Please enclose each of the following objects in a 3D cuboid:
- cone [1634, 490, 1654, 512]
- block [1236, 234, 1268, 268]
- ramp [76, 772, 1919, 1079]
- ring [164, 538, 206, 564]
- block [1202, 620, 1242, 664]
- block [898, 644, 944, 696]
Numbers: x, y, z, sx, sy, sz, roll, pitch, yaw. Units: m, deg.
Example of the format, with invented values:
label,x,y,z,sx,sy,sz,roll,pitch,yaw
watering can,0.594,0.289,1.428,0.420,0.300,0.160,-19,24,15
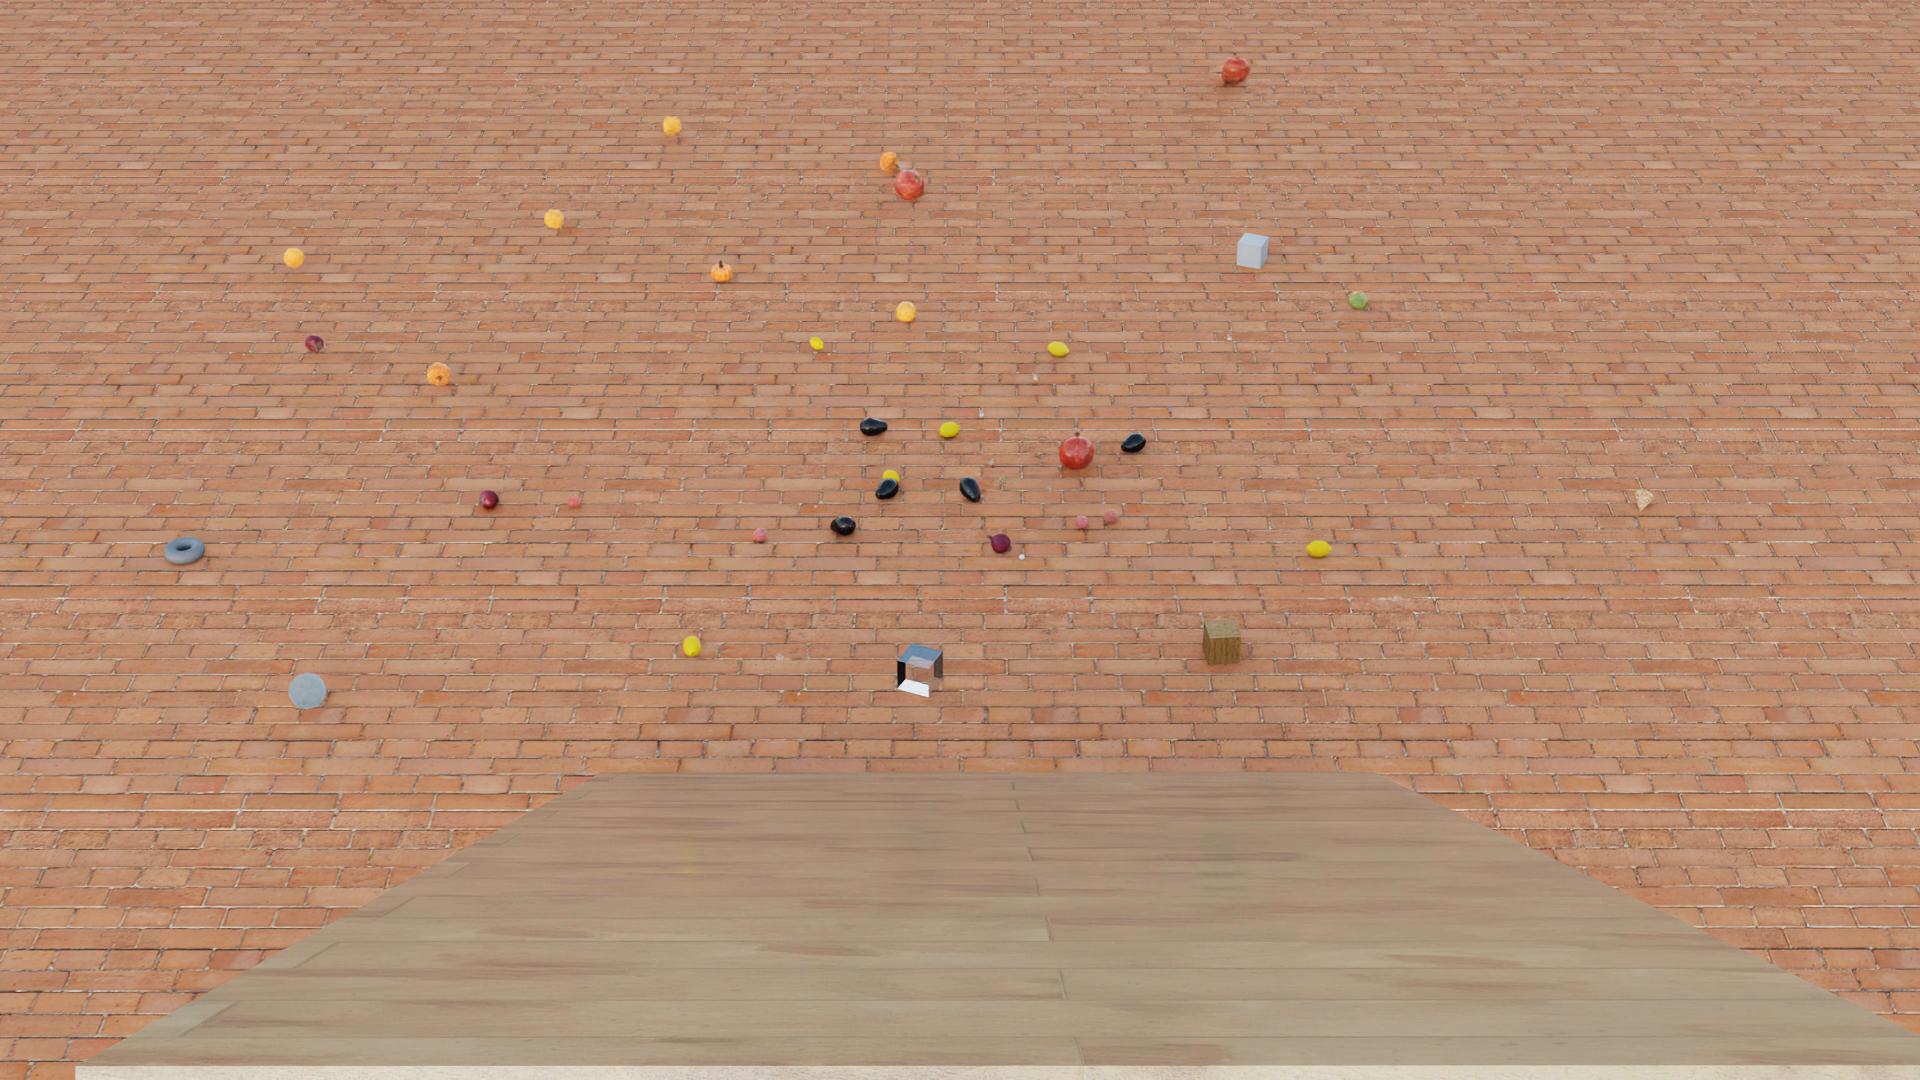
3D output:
label,x,y,z,sx,sy,sz,roll,pitch,yaw
cone,2.104,-0.111,7.992,0.062,0.062,0.062,12,61,19
block,1.066,-1.054,9.443,0.090,0.090,0.090,13,34,19
ramp,0.071,0.626,4.718,2.000,0.100,4.000,0,-1,0
ring,-2.320,0.032,7.752,0.122,0.041,0.122,-1,31,0
block,0.737,0.287,7.296,0.090,0.090,0.090,-3,32,-4
block,-0.110,0.360,7.174,0.095,0.095,0.095,14,35,21
